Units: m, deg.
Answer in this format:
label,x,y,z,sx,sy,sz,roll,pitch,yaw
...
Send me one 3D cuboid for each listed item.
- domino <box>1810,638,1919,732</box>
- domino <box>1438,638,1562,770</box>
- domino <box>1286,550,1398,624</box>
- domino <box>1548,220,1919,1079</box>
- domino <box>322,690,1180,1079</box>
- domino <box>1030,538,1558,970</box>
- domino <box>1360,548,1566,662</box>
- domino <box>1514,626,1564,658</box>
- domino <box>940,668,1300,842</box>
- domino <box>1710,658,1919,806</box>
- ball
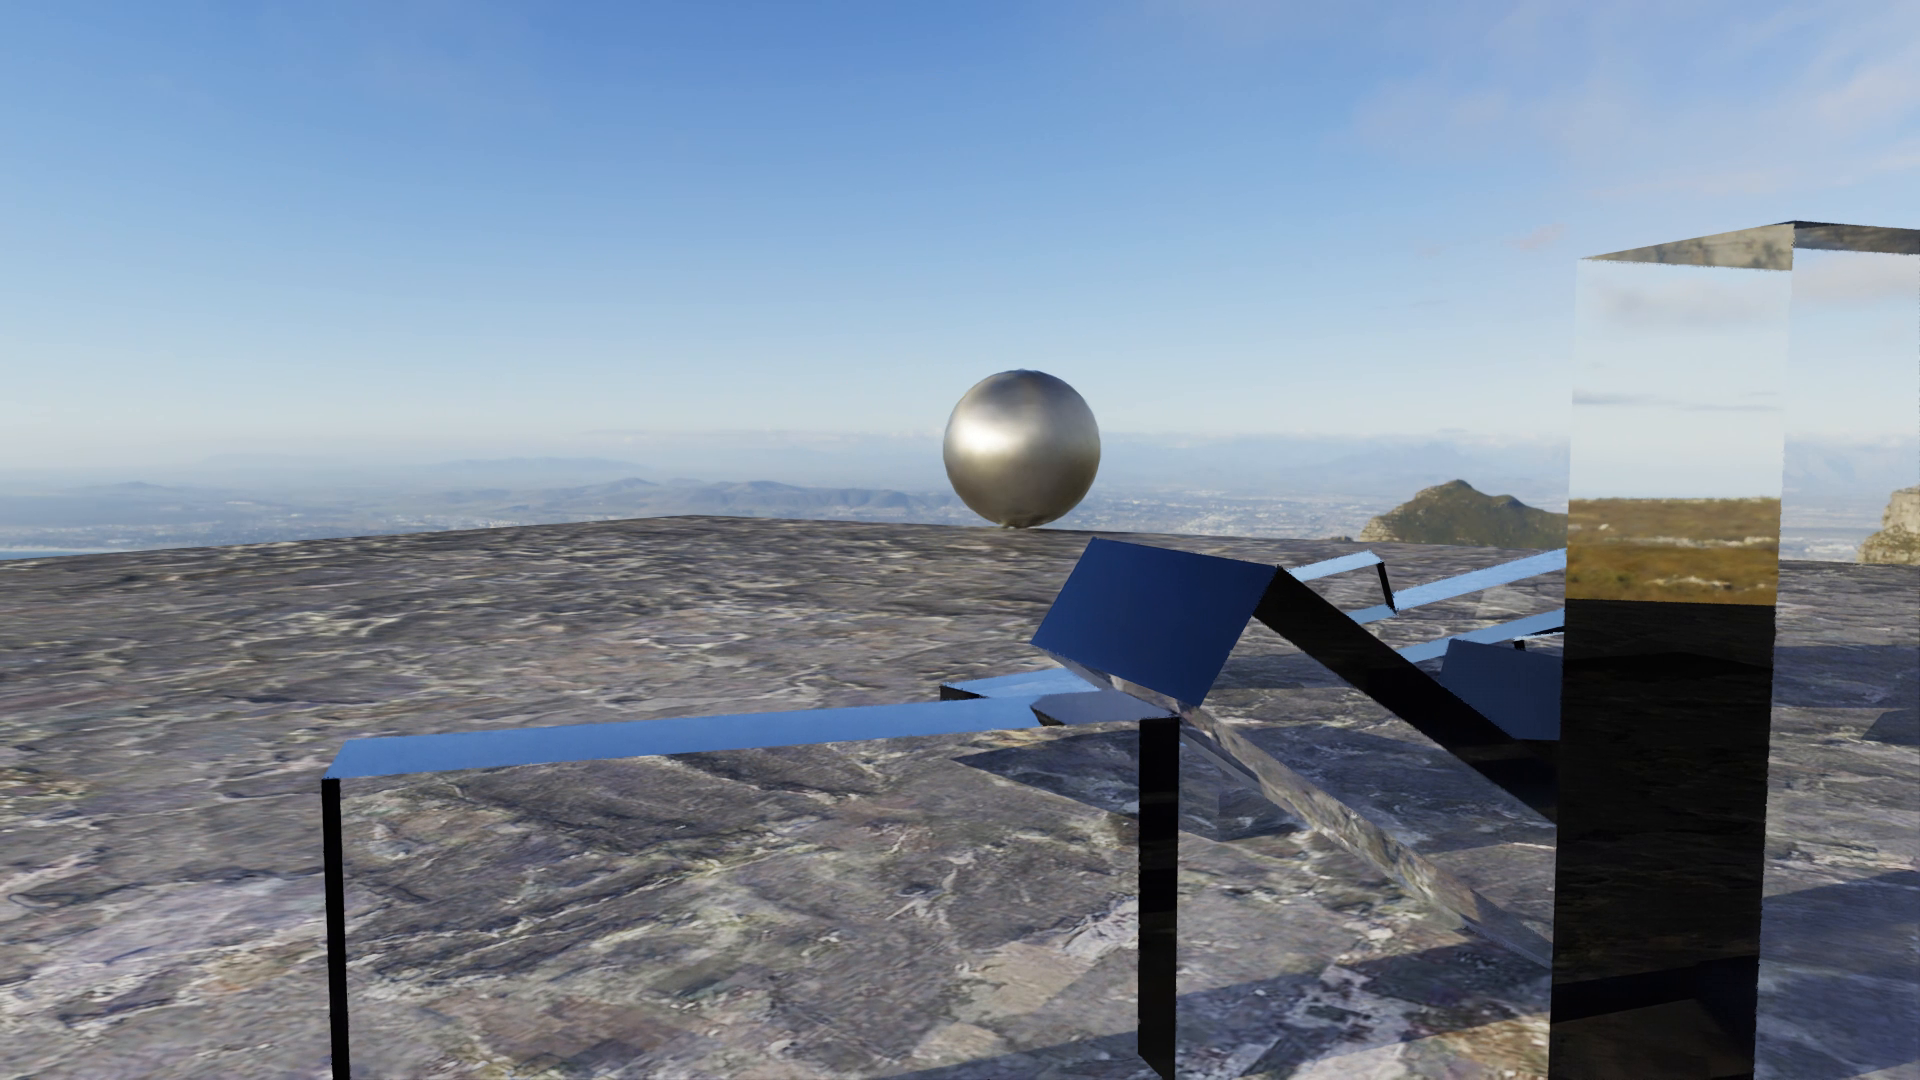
label,x,y,z,sx,sy,sz,roll,pitch,yaw
domino,0.154,0.018,0.183,0.050,0.010,0.025,-17,-8,41
domino,0.065,0.021,0.104,0.050,0.009,0.025,21,-6,-26
domino,0.053,0.014,0.238,0.050,0.009,0.025,-15,1,13
domino,0.038,0.014,0.053,0.025,0.050,0.010,-1,5,-18
domino,-0.011,0.024,0.080,0.050,0.025,0.010,-1,5,-18
domino,0.032,0.018,0.094,0.050,0.009,0.025,34,-7,-19
domino,0.091,0.013,0.235,0.050,0.010,0.025,-17,0,15
domino,0.122,0.016,0.216,0.050,0.009,0.025,-12,-2,28
domino,0.022,0.026,0.164,0.025,0.010,0.050,-3,5,-37
domino,0.100,0.022,0.124,0.050,0.010,0.025,15,-3,-28
ball,0.031,-0.046,0.649,0.080,0.080,0.080,0,4,0
